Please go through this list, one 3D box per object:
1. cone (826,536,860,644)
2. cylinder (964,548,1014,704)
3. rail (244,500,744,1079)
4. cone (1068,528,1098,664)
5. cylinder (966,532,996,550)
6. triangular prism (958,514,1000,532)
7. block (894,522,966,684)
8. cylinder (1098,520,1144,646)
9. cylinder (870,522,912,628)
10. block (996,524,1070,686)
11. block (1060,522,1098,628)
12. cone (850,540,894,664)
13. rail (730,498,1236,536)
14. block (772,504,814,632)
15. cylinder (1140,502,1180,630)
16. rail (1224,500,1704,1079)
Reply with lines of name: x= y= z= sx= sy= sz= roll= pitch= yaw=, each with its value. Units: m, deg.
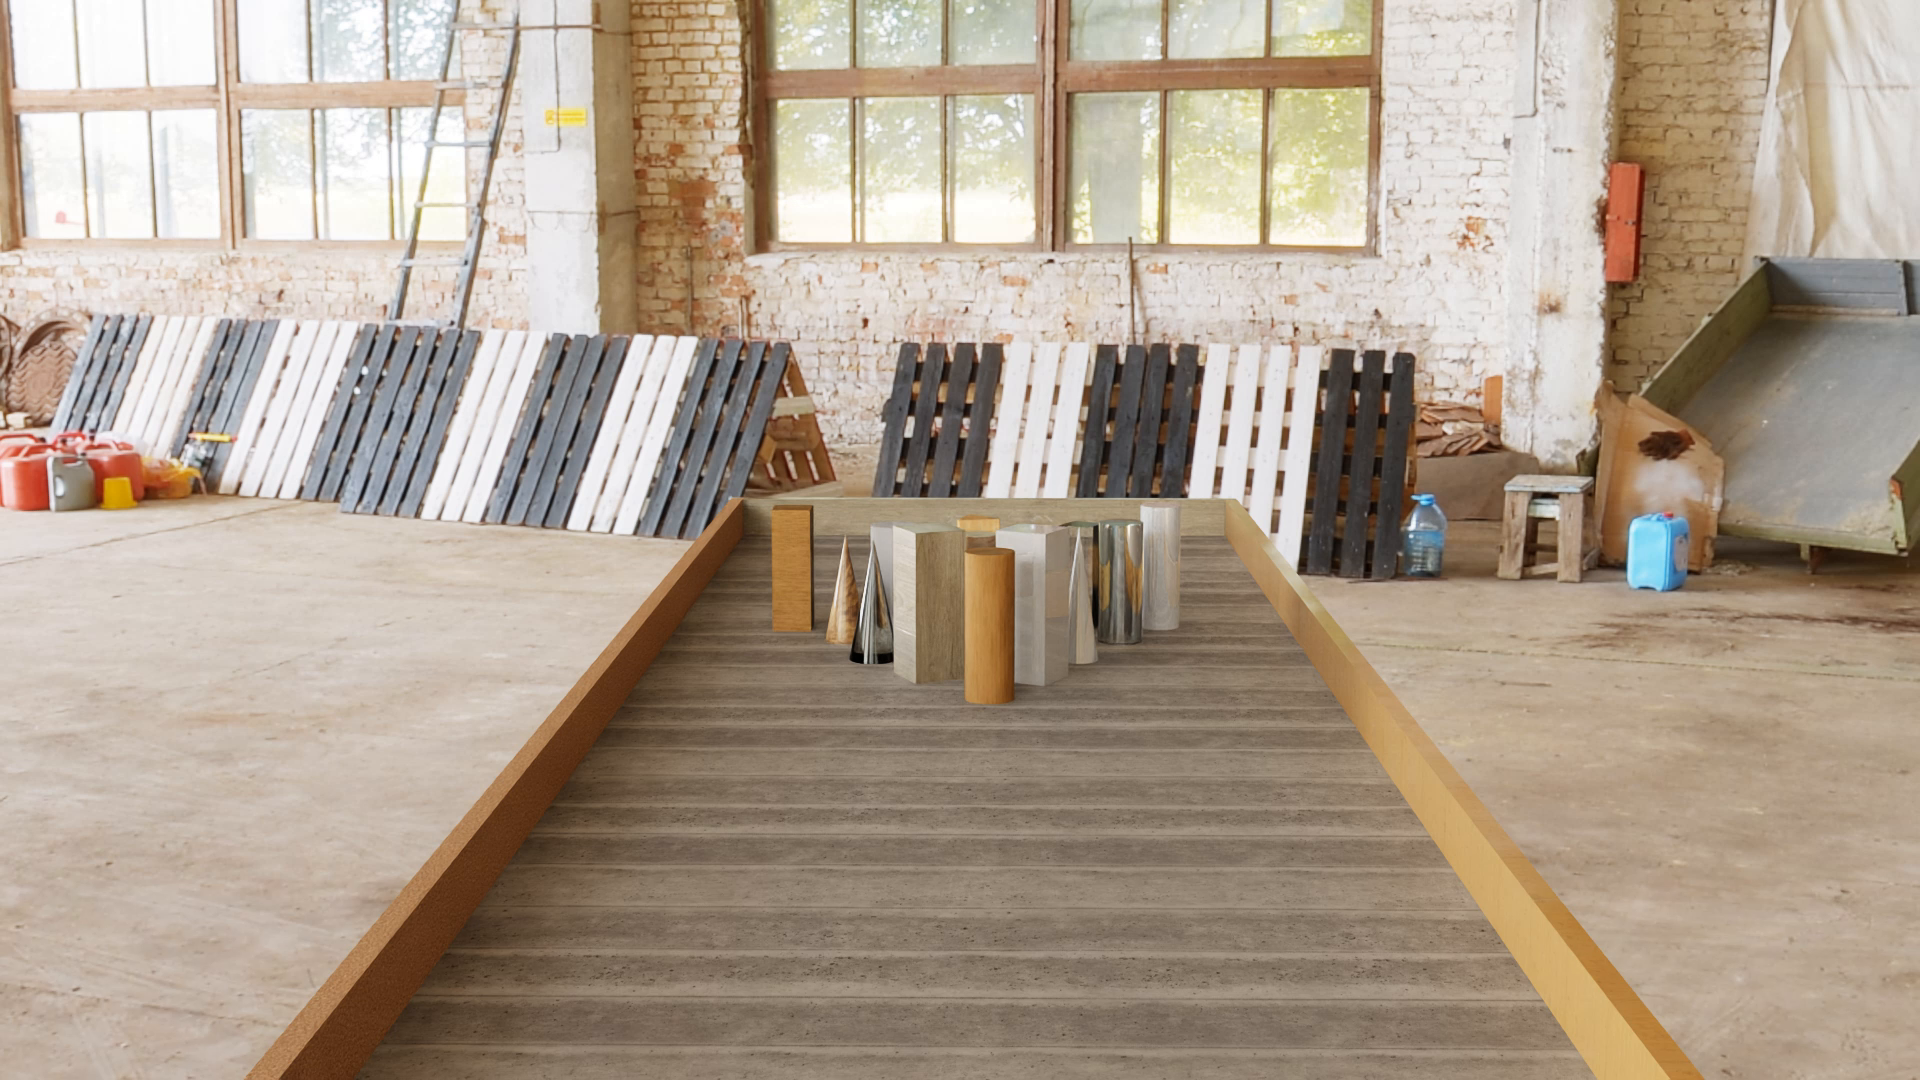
cone: x=-0.361 y=0.149 z=6.969 sx=0.137 sy=0.344 sz=0.137 roll=0 pitch=9 yaw=0
cylinder: x=0.083 y=0.239 z=6.159 sx=0.141 sy=0.421 sz=0.141 roll=0 pitch=9 yaw=0
rail: x=-1.004 y=0.839 z=3.234 sx=0.050 sy=0.150 sz=12.000 roll=0 pitch=9 yaw=1
cone: x=0.360 y=0.161 z=6.676 sx=0.124 sy=0.411 sz=0.124 roll=0 pitch=9 yaw=0
cylinder: x=0.051 y=0.175 z=6.658 sx=0.120 sy=0.390 sz=0.120 roll=0 pitch=9 yaw=0
triangular prism: x=0.048 y=0.104 z=7.188 sx=0.139 sy=0.364 sz=0.120 roll=-2 pitch=9 yaw=-13
block: x=-0.090 y=0.182 z=6.449 sx=0.160 sy=0.442 sz=0.160 roll=-4 pitch=10 yaw=-25
cylinder: x=0.509 y=0.132 z=6.960 sx=0.142 sy=0.380 sz=0.142 roll=0 pitch=9 yaw=0
cylinder: x=-0.218 y=0.117 z=7.196 sx=0.147 sy=0.337 sz=0.147 roll=0 pitch=9 yaw=0
block: x=0.212 y=0.186 z=6.420 sx=0.159 sy=0.443 sz=0.159 roll=5 pitch=10 yaw=28
block: x=0.395 y=0.116 z=7.194 sx=0.108 sy=0.339 sz=0.108 roll=5 pitch=10 yaw=30
cone: x=-0.262 y=0.178 z=6.688 sx=0.154 sy=0.374 sz=0.154 roll=0 pitch=9 yaw=0
rail: x=0.099 y=-0.098 z=9.147 sx=2.100 sy=0.150 sz=0.050 roll=0 pitch=9 yaw=1
block: x=-0.544 y=0.091 z=7.170 sx=0.124 sy=0.397 sz=0.124 roll=0 pitch=9 yaw=1
cylinder: x=0.654 y=0.084 z=7.192 sx=0.131 sy=0.402 sz=0.131 roll=0 pitch=9 yaw=0
rail: x=1.046 y=0.843 z=3.208 sx=0.050 sy=0.150 sz=12.000 roll=0 pitch=9 yaw=1
